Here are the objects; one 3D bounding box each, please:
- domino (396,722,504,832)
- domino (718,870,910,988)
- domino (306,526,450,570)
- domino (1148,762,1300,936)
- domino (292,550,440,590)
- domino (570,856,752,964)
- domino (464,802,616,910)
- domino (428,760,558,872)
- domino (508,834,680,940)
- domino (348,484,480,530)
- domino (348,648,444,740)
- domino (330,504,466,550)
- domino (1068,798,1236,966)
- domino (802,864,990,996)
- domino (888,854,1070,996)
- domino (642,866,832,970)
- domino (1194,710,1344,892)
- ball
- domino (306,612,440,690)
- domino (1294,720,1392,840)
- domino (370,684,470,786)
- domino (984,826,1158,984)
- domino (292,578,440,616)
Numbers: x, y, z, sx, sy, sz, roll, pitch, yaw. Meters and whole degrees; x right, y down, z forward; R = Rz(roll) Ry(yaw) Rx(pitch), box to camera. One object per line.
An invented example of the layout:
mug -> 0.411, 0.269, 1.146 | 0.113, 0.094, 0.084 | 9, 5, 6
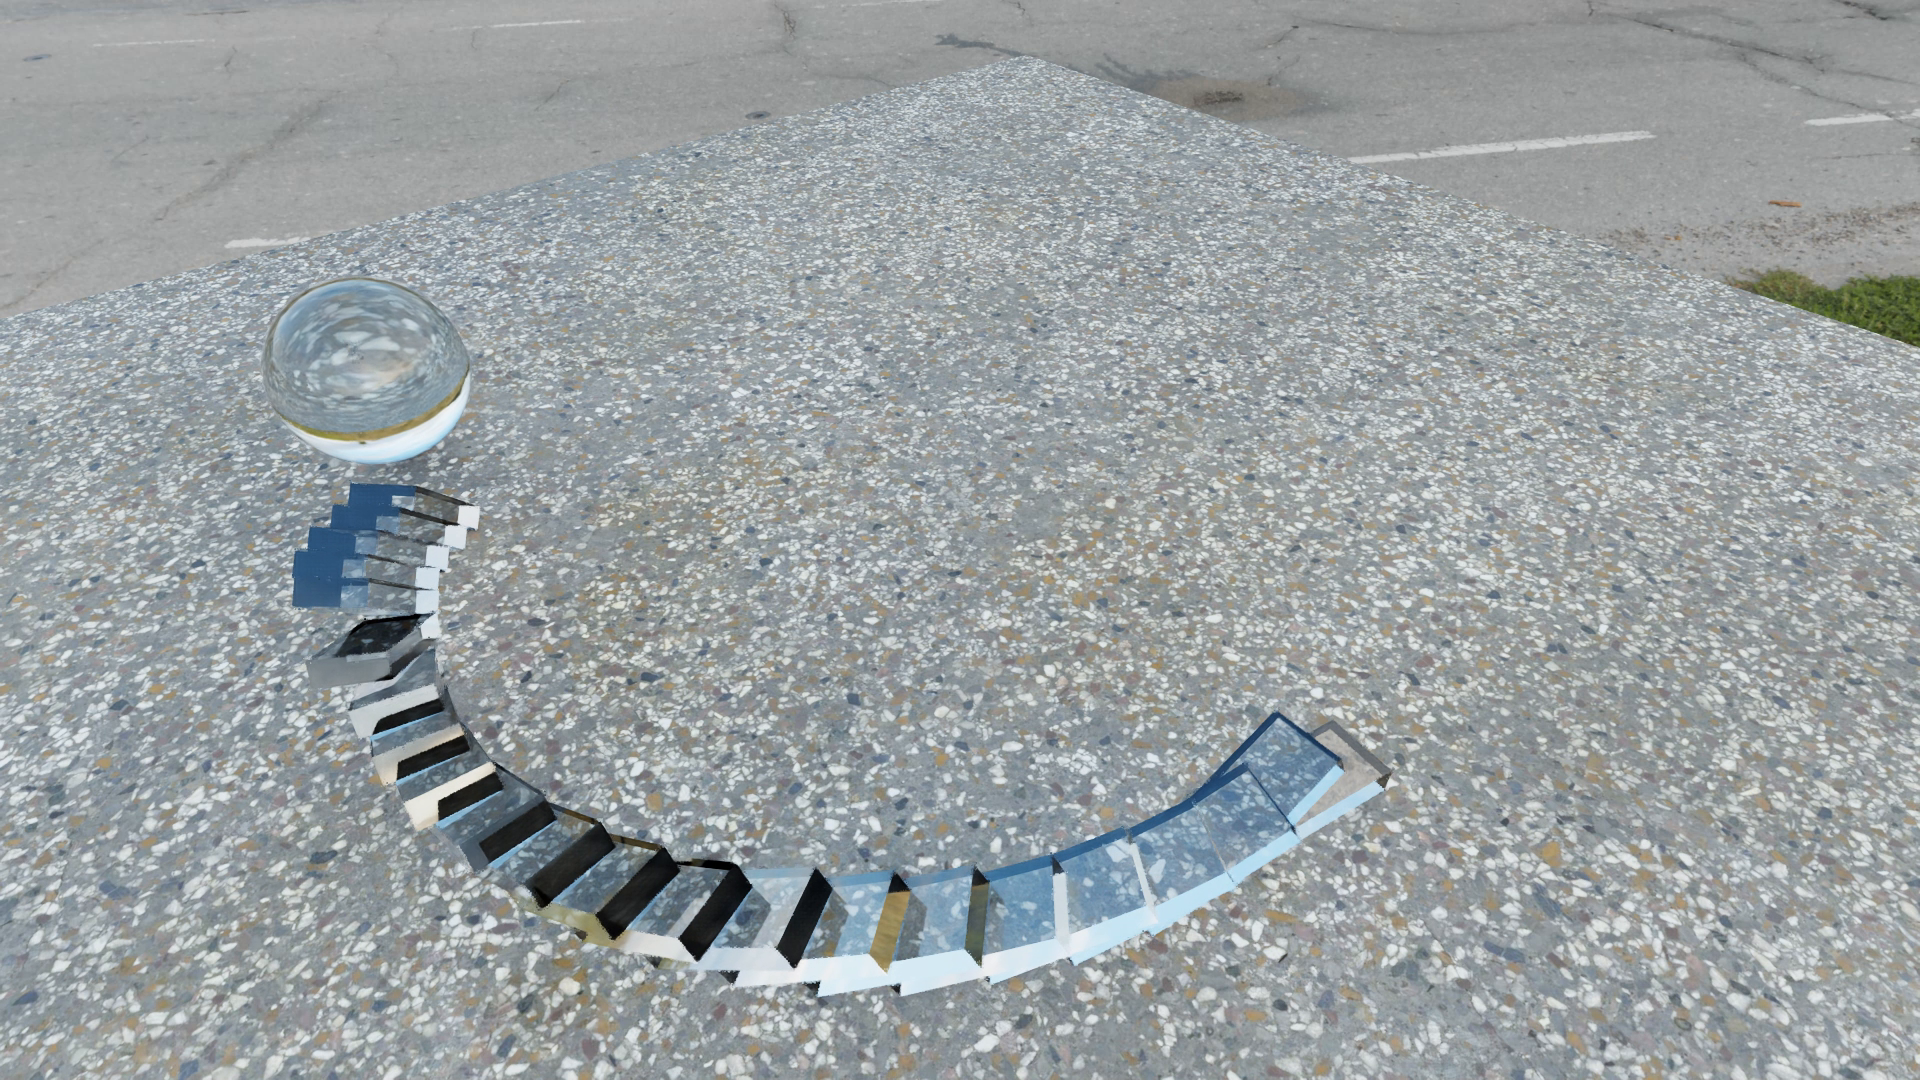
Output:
domino -> -0.159, 0.072, 0.339 | 0.025, 0.009, 0.050 | -26, 19, -28
domino -> -0.040, 0.105, 0.298 | 0.050, 0.010, 0.025 | -15, 33, 26
domino -> -0.217, 0.004, 0.413 | 0.025, 0.050, 0.009 | 2, 83, 3
domino -> 0.069, 0.089, 0.319 | 0.050, 0.010, 0.025 | -33, 44, 0
domino -> -0.216, 0.012, 0.403 | 0.025, 0.050, 0.010 | 2, 83, 3
domino -> -0.084, 0.100, 0.304 | 0.050, 0.010, 0.025 | -8, 30, 36
domino -> -0.124, 0.089, 0.318 | 0.050, 0.009, 0.025 | -1, 30, 45
domino -> -0.142, 0.081, 0.327 | 0.025, 0.010, 0.050 | -33, 22, -33
domino -> -0.104, 0.095, 0.310 | 0.050, 0.009, 0.025 | -4, 30, 41
domino -> -0.214, -0.013, 0.433 | 0.025, 0.050, 0.009 | 2, 83, 3
domino -> -0.186, 0.050, 0.365 | 0.025, 0.010, 0.050 | -19, 16, -21
domino -> -0.214, -0.005, 0.423 | 0.025, 0.050, 0.009 | 2, 83, 3
domino -> 0.049, 0.096, 0.309 | 0.050, 0.009, 0.025 | -29, 41, 7
domino -> -0.018, 0.106, 0.297 | 0.050, 0.009, 0.025 | -19, 34, 21
domino -> 0.004, 0.105, 0.299 | 0.050, 0.009, 0.025 | -20, 36, 17
domino -> -0.062, 0.103, 0.300 | 0.050, 0.010, 0.025 | -12, 32, 30
domino -> 0.089, 0.078, 0.332 | 0.050, 0.009, 0.025 | -43, 49, -9
ball -> -0.256, -0.073, 0.477 | 0.080, 0.080, 0.080 | 0, 39, 0
domino -> -0.201, 0.037, 0.380 | 0.025, 0.010, 0.050 | -6, 12, -7
domino -> 0.109, 0.078, 0.348 | 0.050, 0.009, 0.025 | -21, 44, -24
domino -> -0.173, 0.061, 0.351 | 0.025, 0.009, 0.050 | -22, 17, -25
domino -> 0.027, 0.101, 0.304 | 0.050, 0.010, 0.025 | -25, 38, 11
domino -> -0.210, 0.021, 0.392 | 0.025, 0.050, 0.009 | 0, 83, 0
